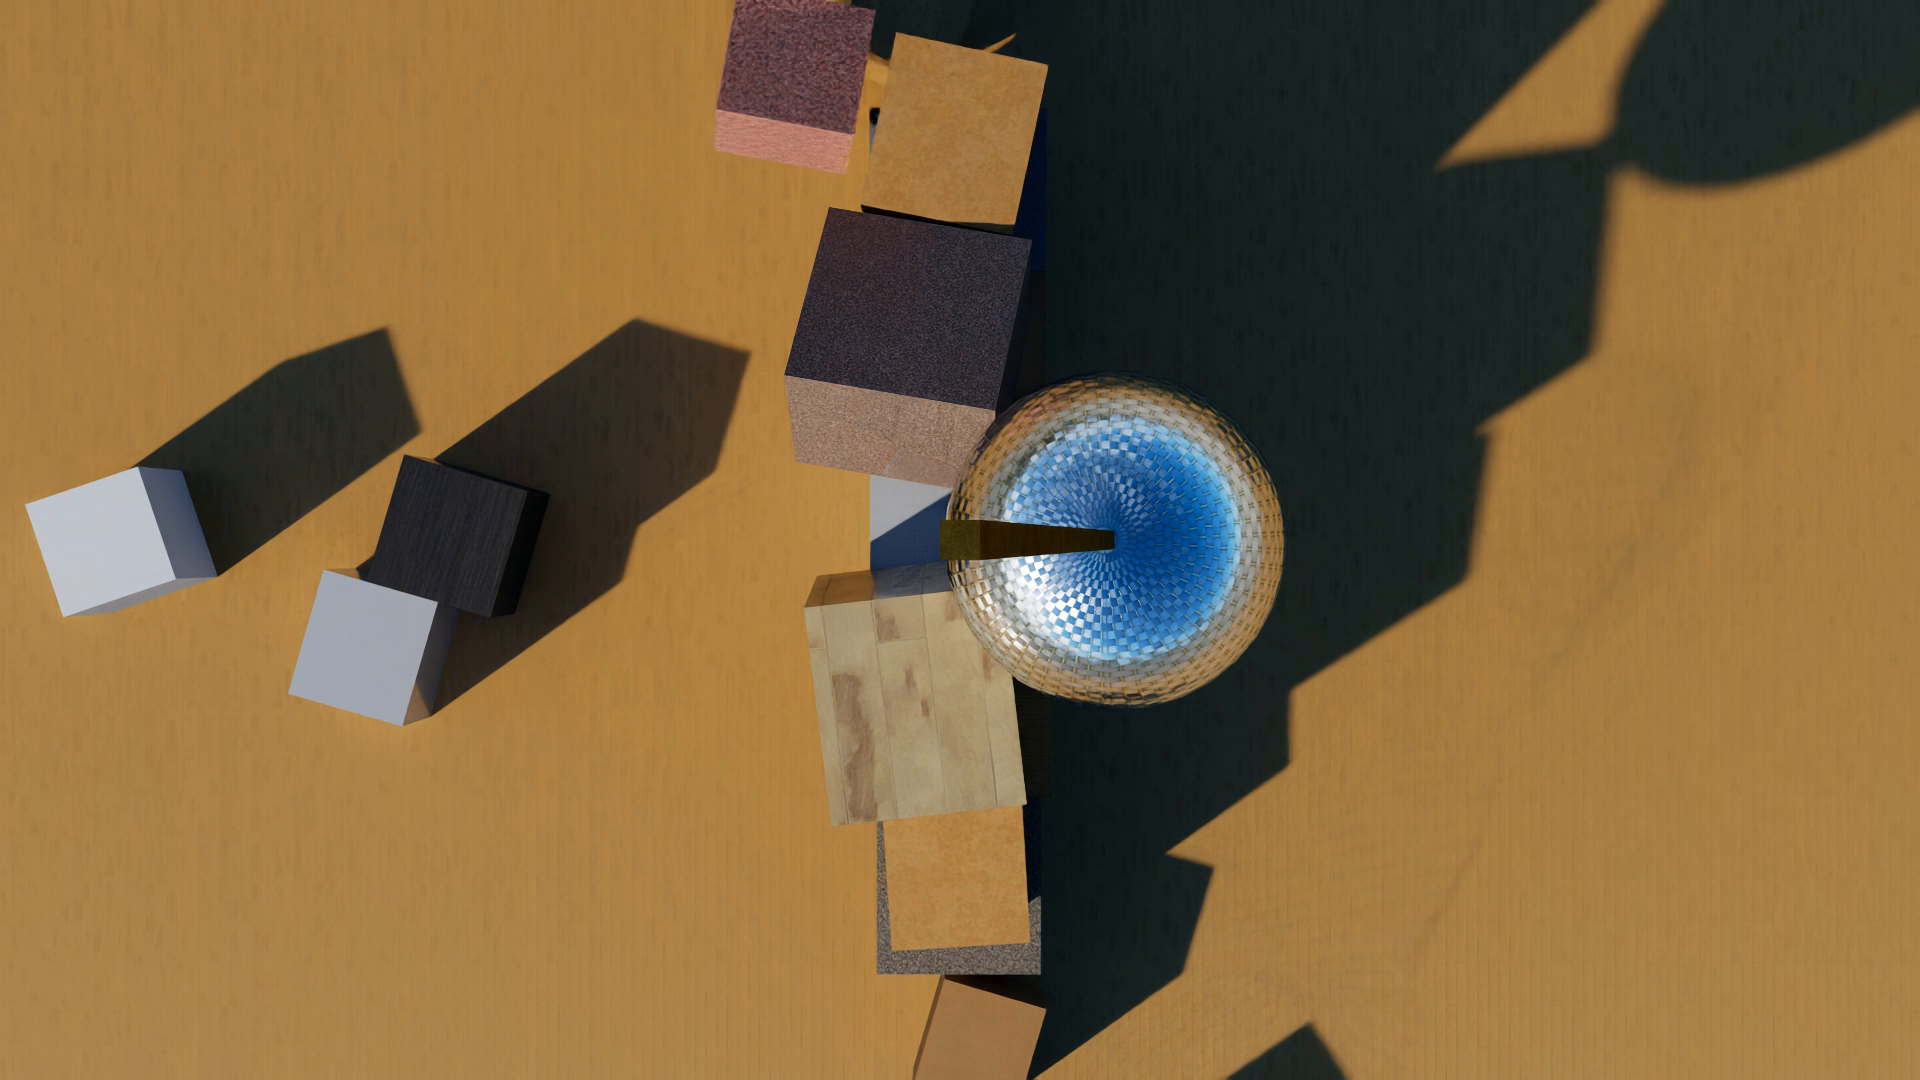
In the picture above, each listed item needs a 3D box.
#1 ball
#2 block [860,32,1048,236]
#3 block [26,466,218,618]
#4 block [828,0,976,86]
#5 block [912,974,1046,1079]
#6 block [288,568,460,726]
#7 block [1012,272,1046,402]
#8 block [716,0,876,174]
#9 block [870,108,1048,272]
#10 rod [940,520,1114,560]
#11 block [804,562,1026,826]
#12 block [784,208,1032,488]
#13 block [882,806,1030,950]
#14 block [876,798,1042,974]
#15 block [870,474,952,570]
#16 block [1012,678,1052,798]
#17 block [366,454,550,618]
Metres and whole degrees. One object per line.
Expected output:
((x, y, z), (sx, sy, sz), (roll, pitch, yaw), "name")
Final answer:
((0.723, 0.000, 10.302), (1.600, 1.600, 1.600), (0, 90, 0), "ball")
((-0.029, -2.105, 11.793), (0.807, 0.784, 0.906), (12, 90, 0), "block")
((-4.808, 0.010, 12.651), (0.664, 0.698, 0.665), (-19, 90, 0), "block")
((-0.385, -3.053, 12.536), (0.676, 0.716, 0.747), (20, 90, -24), "block")
((0.107, 2.880, 12.707), (0.601, 0.587, 0.659), (16, 90, 0), "block")
((-3.352, 0.606, 12.673), (0.667, 0.655, 0.726), (16, 90, 0), "block")
((0.006, -1.084, 12.608), (0.944, 0.784, 0.818), (0, 90, 0), "block")
((-0.881, -2.434, 11.684), (0.717, 0.663, 0.687), (10, 81, -5), "block")
((-0.012, -1.944, 12.593), (0.985, 0.815, 0.900), (0, 90, 0), "block")
((0.313, 0.000, 6.927), (0.080, 5.200, 0.080), (0, 90, 7), "rod")
((-0.219, 0.759, 11.456), (0.986, 1.006, 1.121), (-7, 98, 1), "block")
((-0.253, -0.984, 11.559), (1.073, 0.900, 1.035), (10, 64, 5), "block")
((-0.018, 1.698, 11.749), (0.724, 0.656, 0.767), (-4, 98, 0), "block")
((-0.006, 1.908, 12.565), (0.905, 0.869, 0.977), (0, 90, 0), "block")
((-0.003, -0.158, 12.453), (0.967, 1.095, 1.020), (0, 90, 0), "block")
((-0.019, 0.894, 12.520), (1.050, 0.960, 1.032), (0, 90, 0), "block")
((-2.873, -0.022, 12.658), (0.723, 0.684, 0.739), (17, 90, 0), "block")
